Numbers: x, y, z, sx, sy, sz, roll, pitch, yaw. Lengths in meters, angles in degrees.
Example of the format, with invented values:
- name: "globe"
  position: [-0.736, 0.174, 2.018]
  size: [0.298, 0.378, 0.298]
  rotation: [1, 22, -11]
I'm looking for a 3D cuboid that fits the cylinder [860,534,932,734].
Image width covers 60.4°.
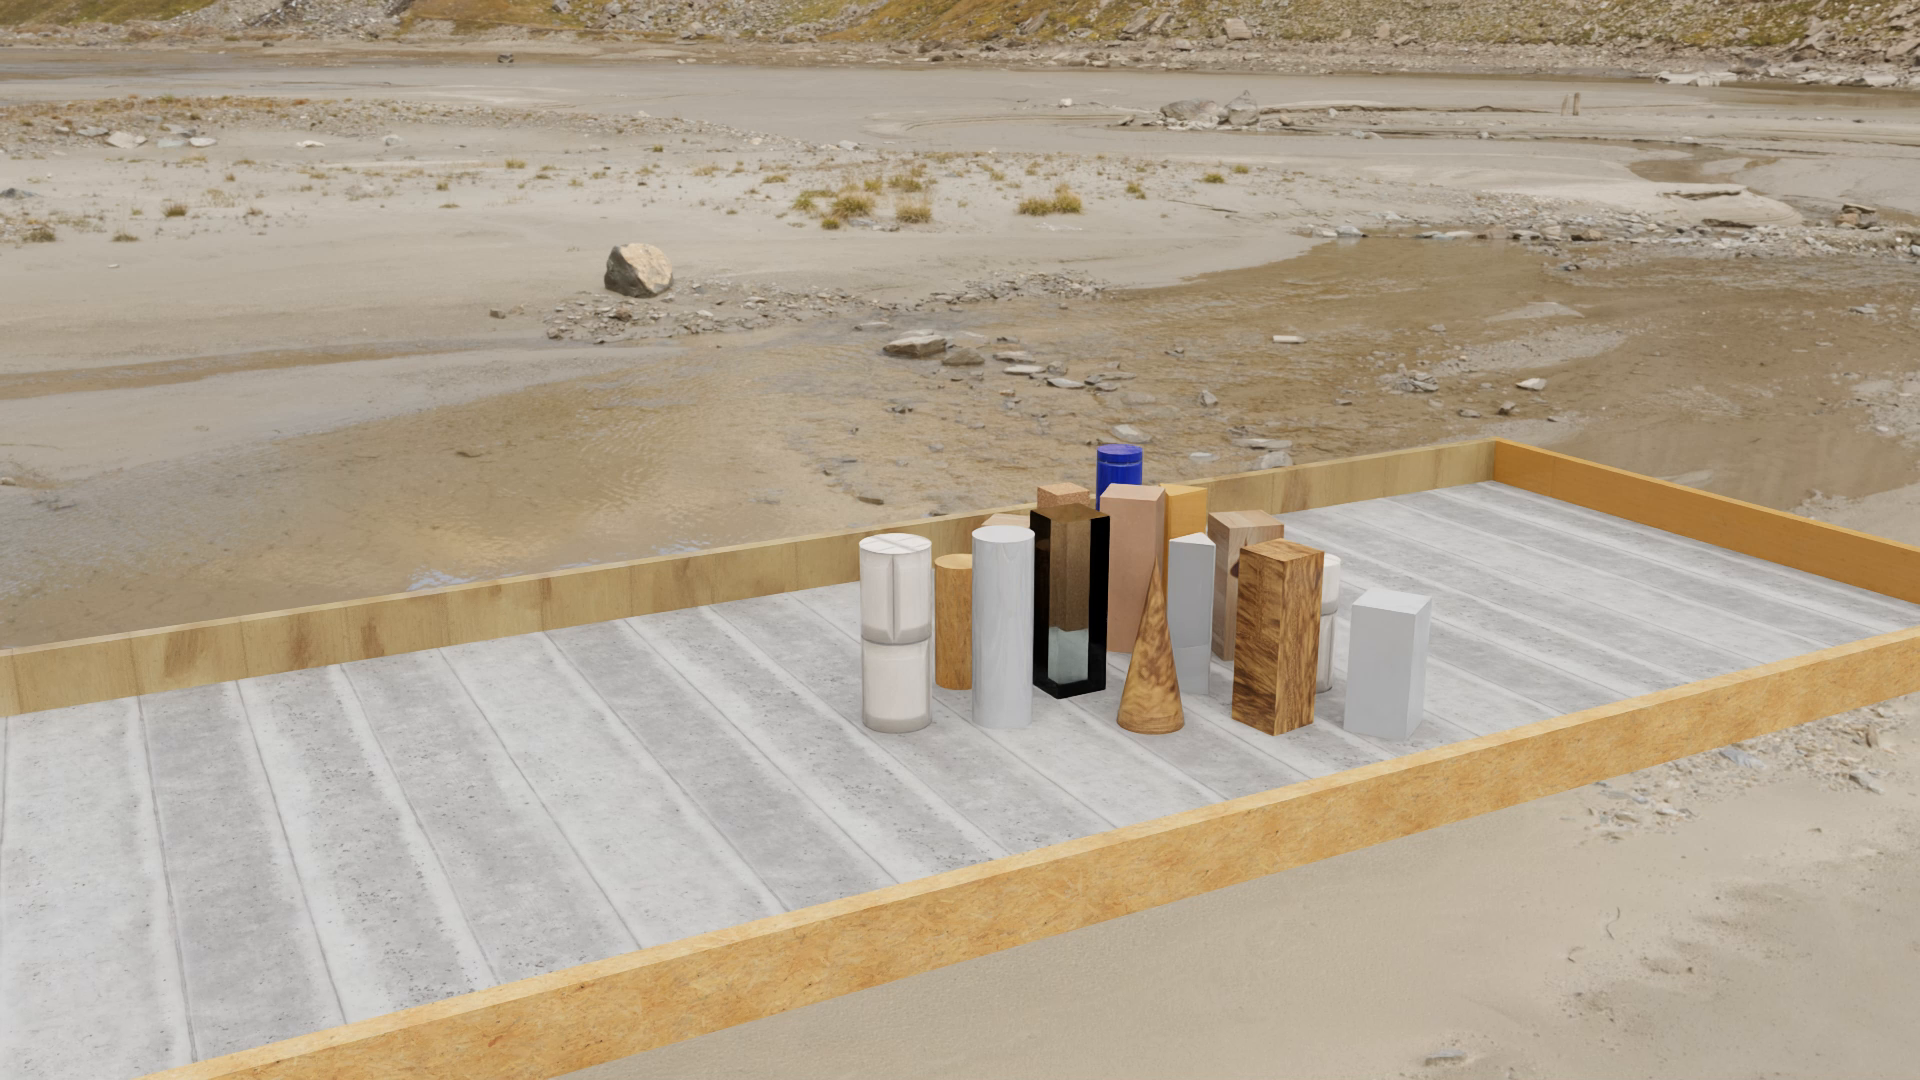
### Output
- name: "cylinder"
  position: [-0.148, 0.217, 3.843]
  size: [0.166, 0.436, 0.166]
  rotation: [0, 16, 0]

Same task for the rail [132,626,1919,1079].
- name: "rail"
  position: [-2.336, 1.006, 1.665]
  size: [12.000, 0.150, 0.050]
  rotation: [-9, 18, -27]

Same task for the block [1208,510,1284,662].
- name: "block"
  position: [0.740, 0.118, 4.317]
  size: [0.149, 0.360, 0.149]
  rotation: [-4, 17, -12]

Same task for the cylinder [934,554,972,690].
- name: "cylinder"
  position: [0.001, 0.203, 4.105]
  size: [0.128, 0.314, 0.128]
  rotation: [0, 16, 0]

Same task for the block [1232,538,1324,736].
- name: "block"
  position: [0.739, 0.225, 3.841]
  size: [0.135, 0.423, 0.135]
  rotation: [-12, 20, -35]

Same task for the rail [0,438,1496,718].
- name: "rail"
  position: [-3.305, 0.497, 3.399]
  size: [12.000, 0.150, 0.050]
  rotation: [-9, 18, -27]

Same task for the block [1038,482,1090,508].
- name: "block"
  position: [0.283, 0.038, 4.562]
  size: [0.104, 0.373, 0.104]
  rotation: [-8, 18, -27]

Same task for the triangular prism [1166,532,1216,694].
- name: "triangular prism"
  position: [0.576, 0.178, 4.068]
  size: [0.113, 0.384, 0.097]
  rotation: [6, 17, 20]

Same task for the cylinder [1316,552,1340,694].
- name: "cylinder"
  position: [0.863, 0.204, 4.081]
  size: [0.134, 0.328, 0.134]
  rotation: [0, 16, 0]

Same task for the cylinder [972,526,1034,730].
- name: "cylinder"
  position: [0.100, 0.204, 3.853]
  size: [0.144, 0.456, 0.144]
  rotation: [0, 16, 0]

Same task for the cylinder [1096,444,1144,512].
- name: "cylinder"
  position: [0.465, -0.067, 4.852]
  size: [0.134, 0.411, 0.134]
  rotation: [0, 16, 0]

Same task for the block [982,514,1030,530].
- name: "block"
  position: [0.132, 0.116, 4.346]
  size: [0.121, 0.346, 0.121]
  rotation: [5, 17, 18]

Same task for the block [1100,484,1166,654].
- name: "block"
  position: [0.451, 0.076, 4.352]
  size: [0.146, 0.420, 0.146]
  rotation: [5, 17, 15]

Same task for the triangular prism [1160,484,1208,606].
- name: "triangular prism"
  position: [0.587, 0.036, 4.573]
  size: [0.135, 0.373, 0.117]
  rotation: [-12, 20, -34]

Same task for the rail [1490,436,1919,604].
- name: "rail"
  position: [2.466, -0.048, 5.253]
  size: [0.050, 0.150, 2.100]
  rotation: [-9, 18, -27]

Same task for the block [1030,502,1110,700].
- name: "block"
  position: [0.266, 0.149, 4.055]
  size: [0.140, 0.447, 0.140]
  rotation: [-9, 19, -28]

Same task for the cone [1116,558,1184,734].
- name: "cone"
  position: [0.450, 0.230, 3.839]
  size: [0.162, 0.413, 0.162]
  rotation: [0, 16, 0]

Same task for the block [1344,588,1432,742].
- name: "block"
  position: [0.993, 0.287, 3.830]
  size: [0.145, 0.309, 0.145]
  rotation: [9, 19, 28]
